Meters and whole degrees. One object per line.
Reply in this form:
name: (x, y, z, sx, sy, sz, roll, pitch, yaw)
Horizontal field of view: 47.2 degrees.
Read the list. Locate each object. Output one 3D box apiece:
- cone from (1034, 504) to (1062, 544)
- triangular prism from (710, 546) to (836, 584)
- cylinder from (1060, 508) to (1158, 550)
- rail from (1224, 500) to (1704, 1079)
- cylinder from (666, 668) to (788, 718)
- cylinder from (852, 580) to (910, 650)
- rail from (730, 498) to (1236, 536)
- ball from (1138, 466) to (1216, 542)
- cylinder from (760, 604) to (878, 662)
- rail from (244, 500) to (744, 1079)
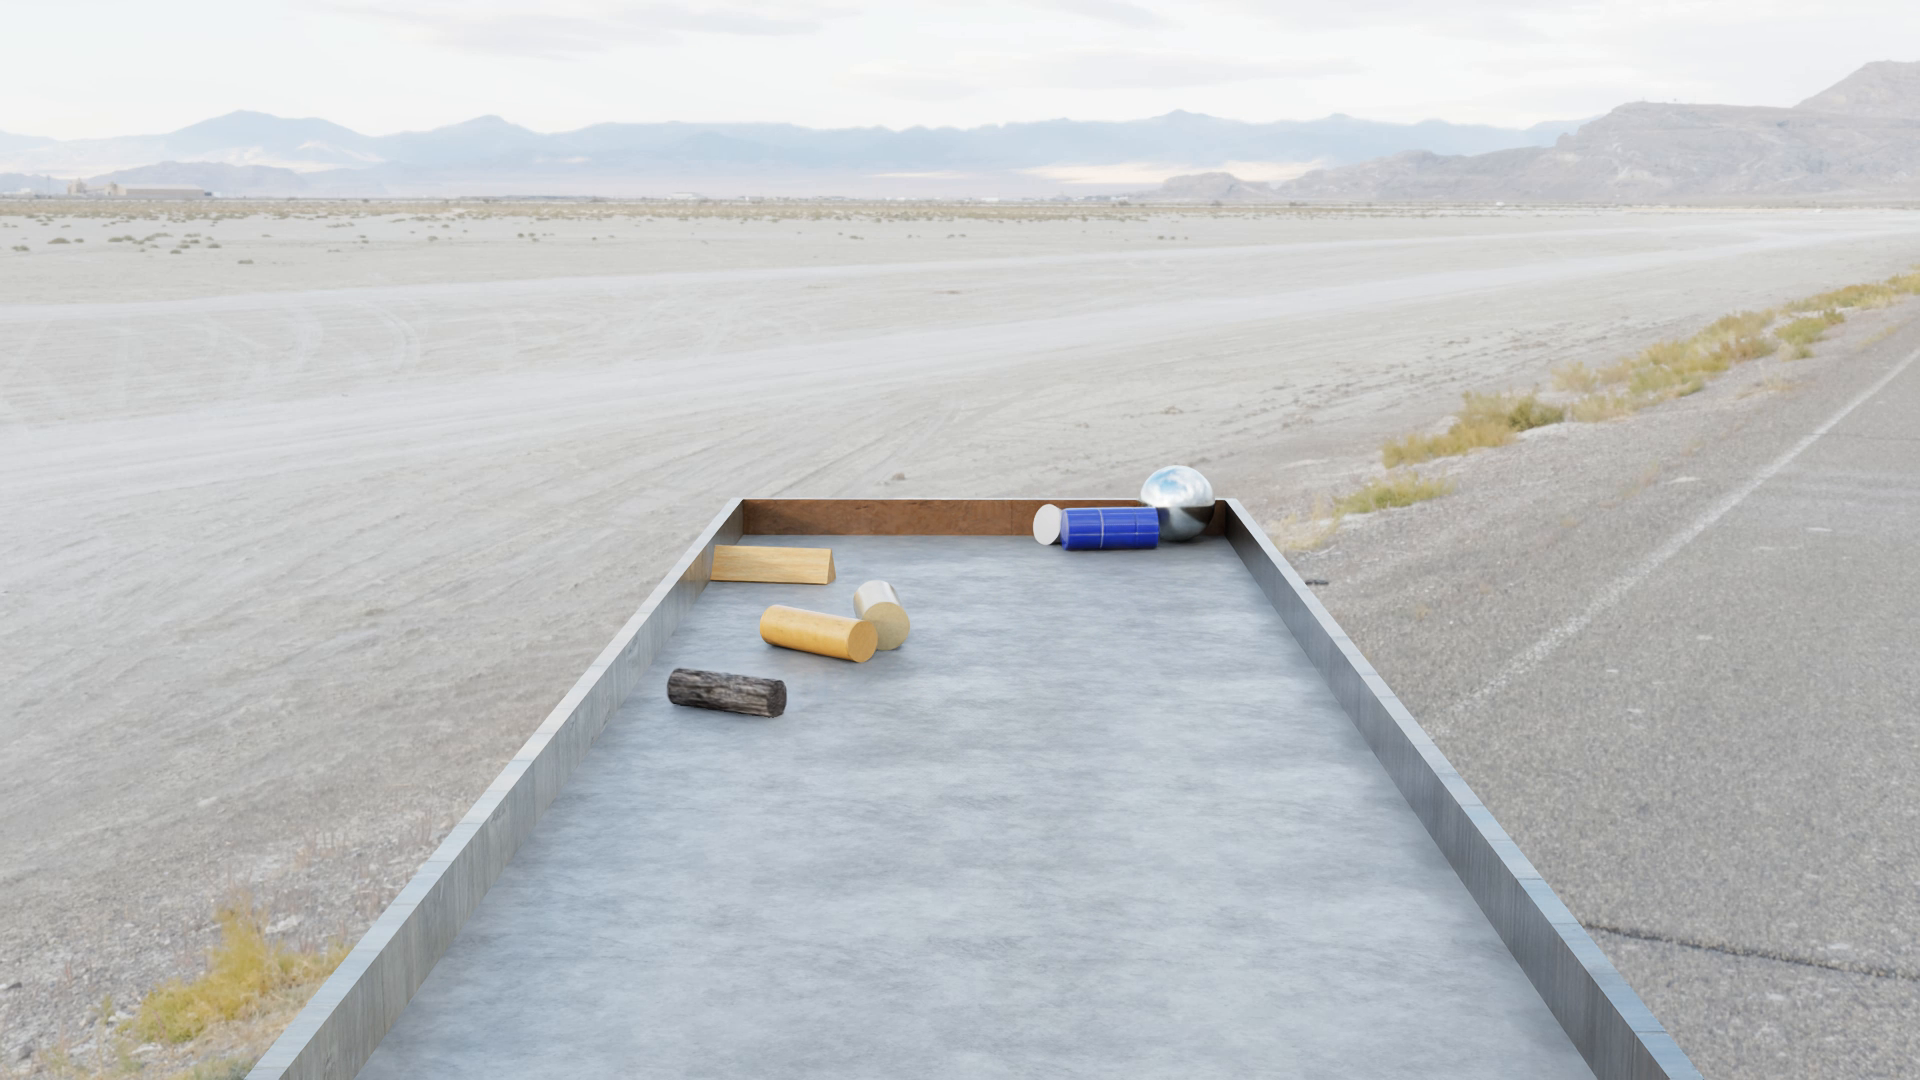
cone: (0.487, -0.041, 9.010, 0.359, 0.165, 0.165, 9, 1, -41)
triangular prism: (-0.685, 0.084, 8.071, 0.438, 0.120, 0.139, 2, 10, 11)
cylinder: (0.595, -0.045, 8.764, 0.365, 0.165, 0.165, -1, 9, -8)
rail: (1.046, 0.843, 3.208, 0.050, 0.150, 12.000, 0, 9, 1)
cylinder: (-0.641, 0.418, 6.047, 0.331, 0.103, 0.103, 5, 10, 29)
cylinder: (-0.253, 0.237, 7.023, 0.153, 0.153, 0.394, -1, 9, -6)
rail: (0.099, -0.098, 9.147, 2.100, 0.150, 0.050, 0, 9, 1)
ball: (0.882, -0.148, 8.945, 0.313, 0.313, 0.313, 0, 9, 0)
cylinder: (-0.439, 0.287, 6.791, 0.389, 0.128, 0.128, 8, 12, 42)
rail: (-1.004, 0.839, 3.234, 0.050, 0.150, 12.000, 0, 9, 1)
